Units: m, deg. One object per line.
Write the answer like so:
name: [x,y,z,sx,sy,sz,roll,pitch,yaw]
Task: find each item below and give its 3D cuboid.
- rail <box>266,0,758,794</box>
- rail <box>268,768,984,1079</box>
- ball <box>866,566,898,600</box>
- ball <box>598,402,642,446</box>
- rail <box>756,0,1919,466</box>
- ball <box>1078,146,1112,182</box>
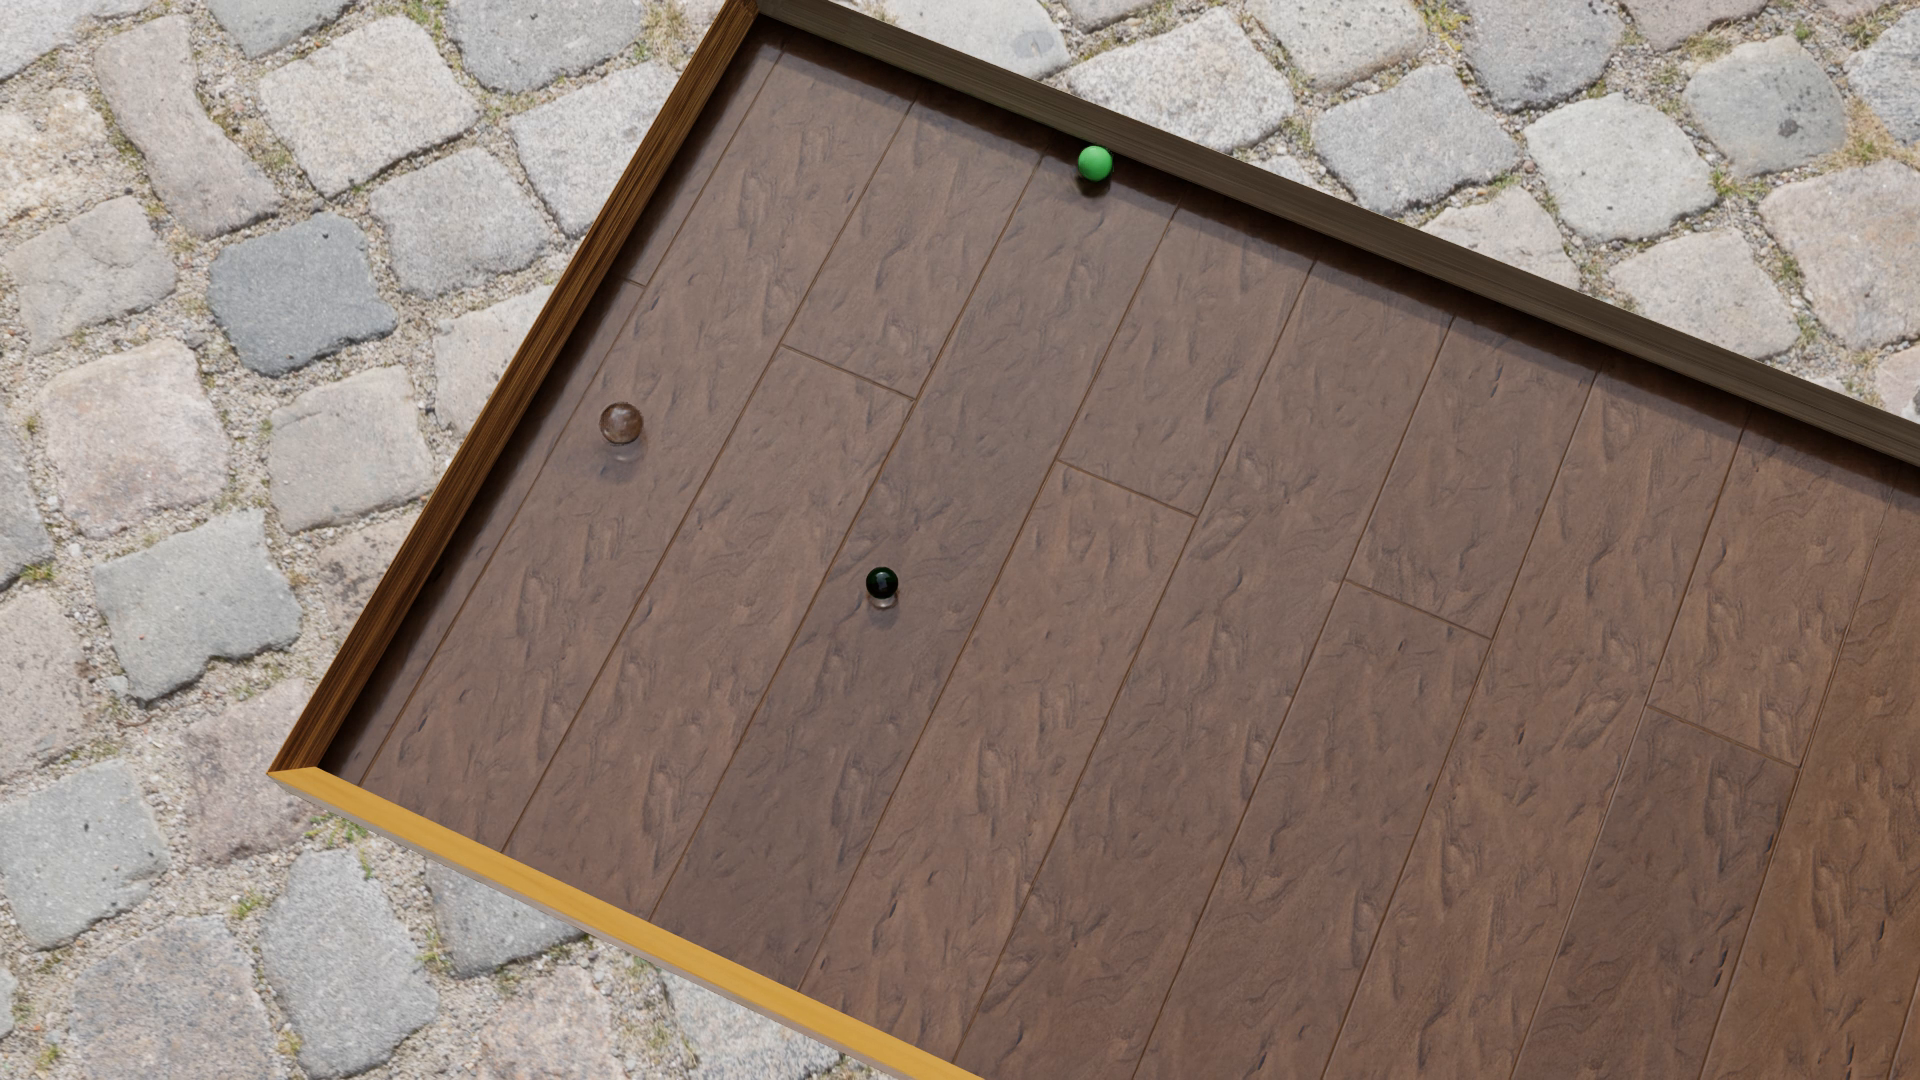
rail: [-0.684,-0.297,3.588,0.045,0.091,1.591,23,70,9]
rail: [0.383,0.947,3.092,3.103,0.091,0.045,23,70,9]
ball: [-0.123,0.067,3.464,0.052,0.052,0.052,0,68,0]
ball: [-0.548,-0.189,3.556,0.070,0.070,0.070,0,68,0]
rail: [1.027,-0.357,3.612,3.103,0.091,0.045,23,70,9]
ball: [0.230,-0.640,3.742,0.060,0.060,0.060,0,68,0]
